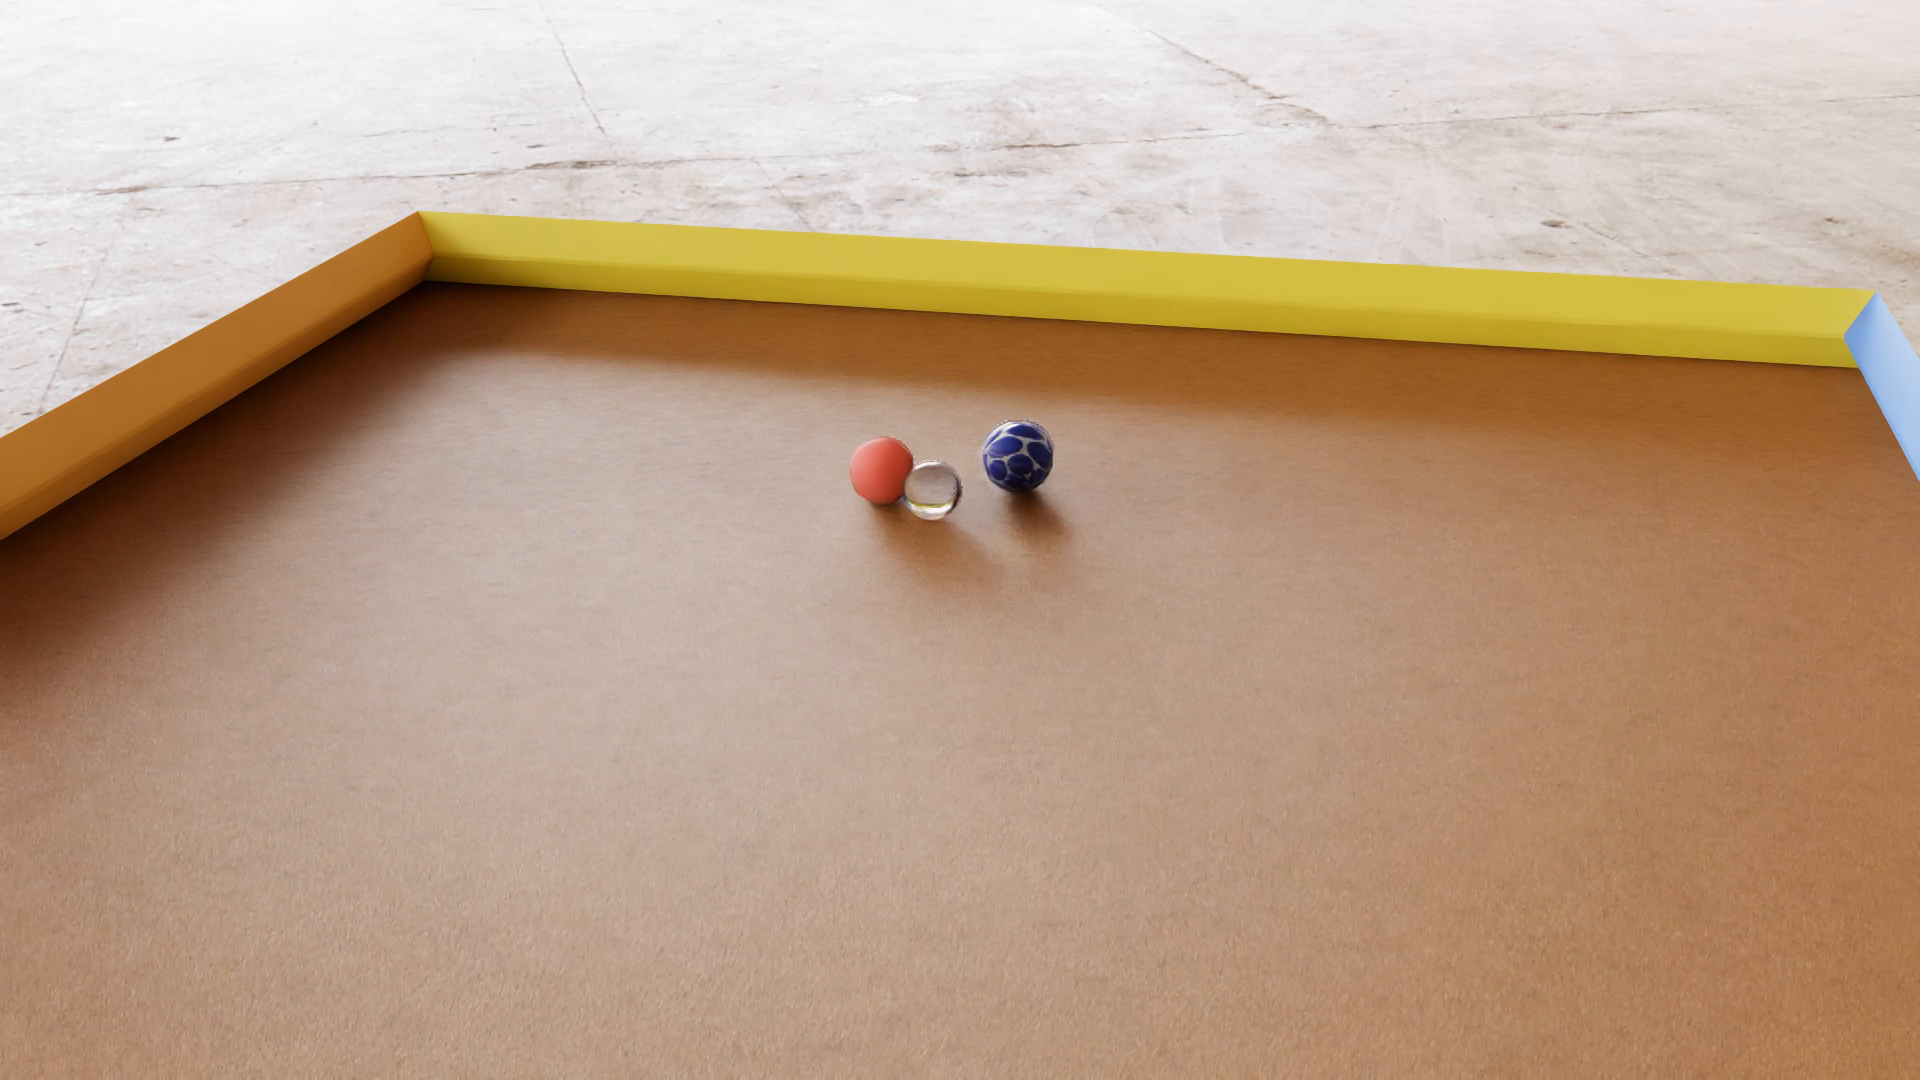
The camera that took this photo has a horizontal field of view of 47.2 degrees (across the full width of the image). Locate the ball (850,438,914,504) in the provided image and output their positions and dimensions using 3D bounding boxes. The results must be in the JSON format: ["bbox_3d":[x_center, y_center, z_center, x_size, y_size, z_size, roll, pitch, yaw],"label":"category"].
[{"bbox_3d":[-0.098,-0.086,2.758,0.082,0.082,0.082,0,22,0],"label":"ball"}]

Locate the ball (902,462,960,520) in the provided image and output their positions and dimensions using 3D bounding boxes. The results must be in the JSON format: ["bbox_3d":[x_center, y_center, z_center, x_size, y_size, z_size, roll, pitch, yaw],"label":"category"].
[{"bbox_3d":[-0.035,-0.060,2.708,0.072,0.072,0.072,0,22,0],"label":"ball"}]

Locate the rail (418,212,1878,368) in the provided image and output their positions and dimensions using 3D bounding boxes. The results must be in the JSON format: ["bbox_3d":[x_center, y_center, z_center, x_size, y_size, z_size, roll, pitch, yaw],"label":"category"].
[{"bbox_3d":[0.216,-0.396,3.463,2.314,0.118,0.045,5,23,11],"label":"rail"}]

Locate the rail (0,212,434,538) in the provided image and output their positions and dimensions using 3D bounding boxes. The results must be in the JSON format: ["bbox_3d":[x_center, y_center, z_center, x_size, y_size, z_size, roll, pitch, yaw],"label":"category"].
[{"bbox_3d":[-1.329,0.283,1.807,0.045,0.118,4.197,5,23,11],"label":"rail"}]

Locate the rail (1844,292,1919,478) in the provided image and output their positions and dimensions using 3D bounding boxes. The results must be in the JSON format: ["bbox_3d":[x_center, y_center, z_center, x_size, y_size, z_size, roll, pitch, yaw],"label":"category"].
[{"bbox_3d":[0.887,0.464,1.366,0.045,0.118,4.197,5,23,11],"label":"rail"}]

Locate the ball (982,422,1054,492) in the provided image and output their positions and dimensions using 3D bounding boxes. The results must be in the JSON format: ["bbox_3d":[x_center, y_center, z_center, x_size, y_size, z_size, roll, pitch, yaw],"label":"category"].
[{"bbox_3d":[0.074,-0.105,2.793,0.091,0.091,0.091,0,22,0],"label":"ball"}]
